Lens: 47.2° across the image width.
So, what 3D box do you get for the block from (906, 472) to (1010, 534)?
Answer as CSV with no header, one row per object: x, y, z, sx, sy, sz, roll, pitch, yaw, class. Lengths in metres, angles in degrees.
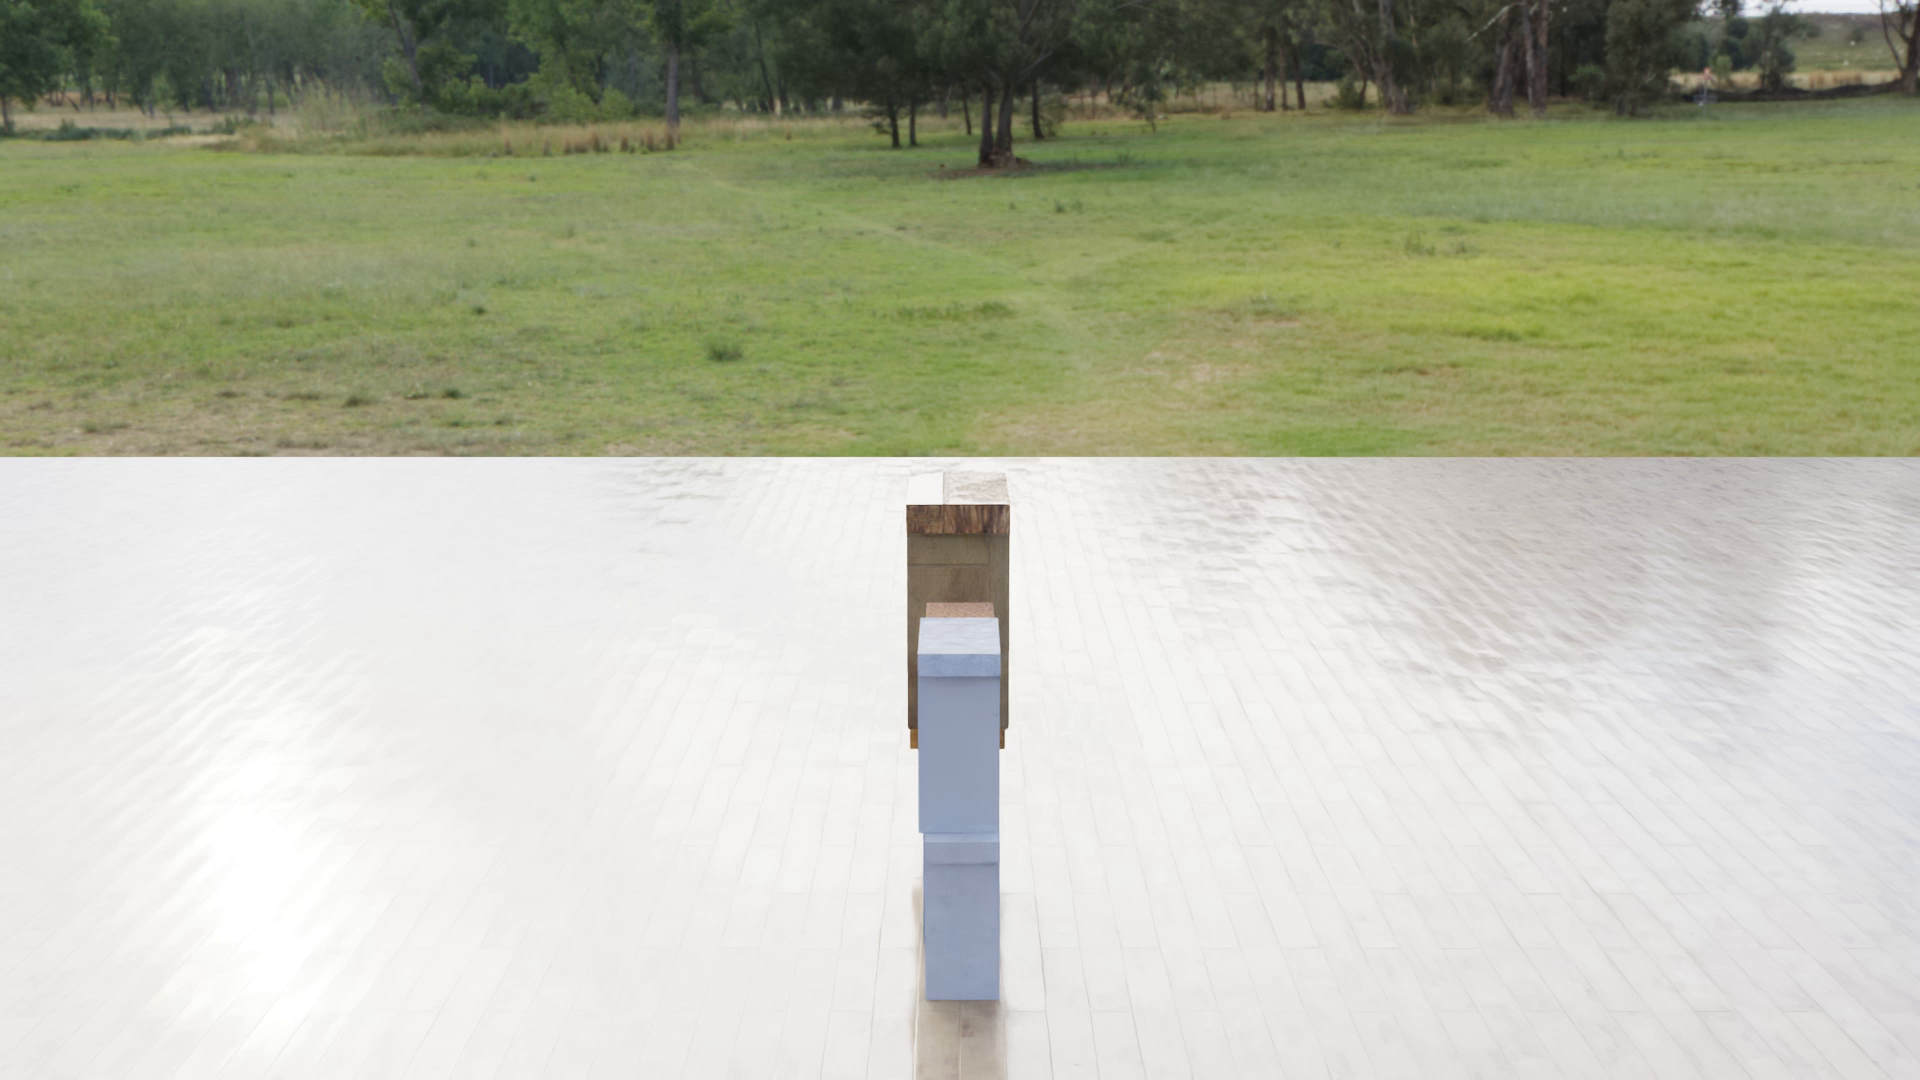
-0.003,-0.067,3.837,0.174,0.049,0.347,0,11,0,block

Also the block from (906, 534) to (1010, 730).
-0.003,0.149,3.759,0.174,0.347,0.049,0,11,0,block

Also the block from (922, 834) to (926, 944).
-0.002,0.522,3.434,0.110,0.220,0.031,0,11,0,block

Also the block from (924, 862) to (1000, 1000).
0.003,0.564,3.216,0.108,0.217,0.031,0,11,0,block

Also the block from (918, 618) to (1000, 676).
-0.001,0.156,3.242,0.118,0.033,0.236,0,11,0,block

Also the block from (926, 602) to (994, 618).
0.000,0.136,3.473,0.108,0.030,0.215,0,11,0,block

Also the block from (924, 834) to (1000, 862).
0.003,0.429,3.264,0.108,0.031,0.217,0,11,0,block

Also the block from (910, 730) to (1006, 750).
-0.005,0.156,3.997,0.174,0.449,0.049,0,11,0,block

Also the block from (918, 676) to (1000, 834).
-0.002,0.305,3.190,0.118,0.240,0.033,0,11,0,block
